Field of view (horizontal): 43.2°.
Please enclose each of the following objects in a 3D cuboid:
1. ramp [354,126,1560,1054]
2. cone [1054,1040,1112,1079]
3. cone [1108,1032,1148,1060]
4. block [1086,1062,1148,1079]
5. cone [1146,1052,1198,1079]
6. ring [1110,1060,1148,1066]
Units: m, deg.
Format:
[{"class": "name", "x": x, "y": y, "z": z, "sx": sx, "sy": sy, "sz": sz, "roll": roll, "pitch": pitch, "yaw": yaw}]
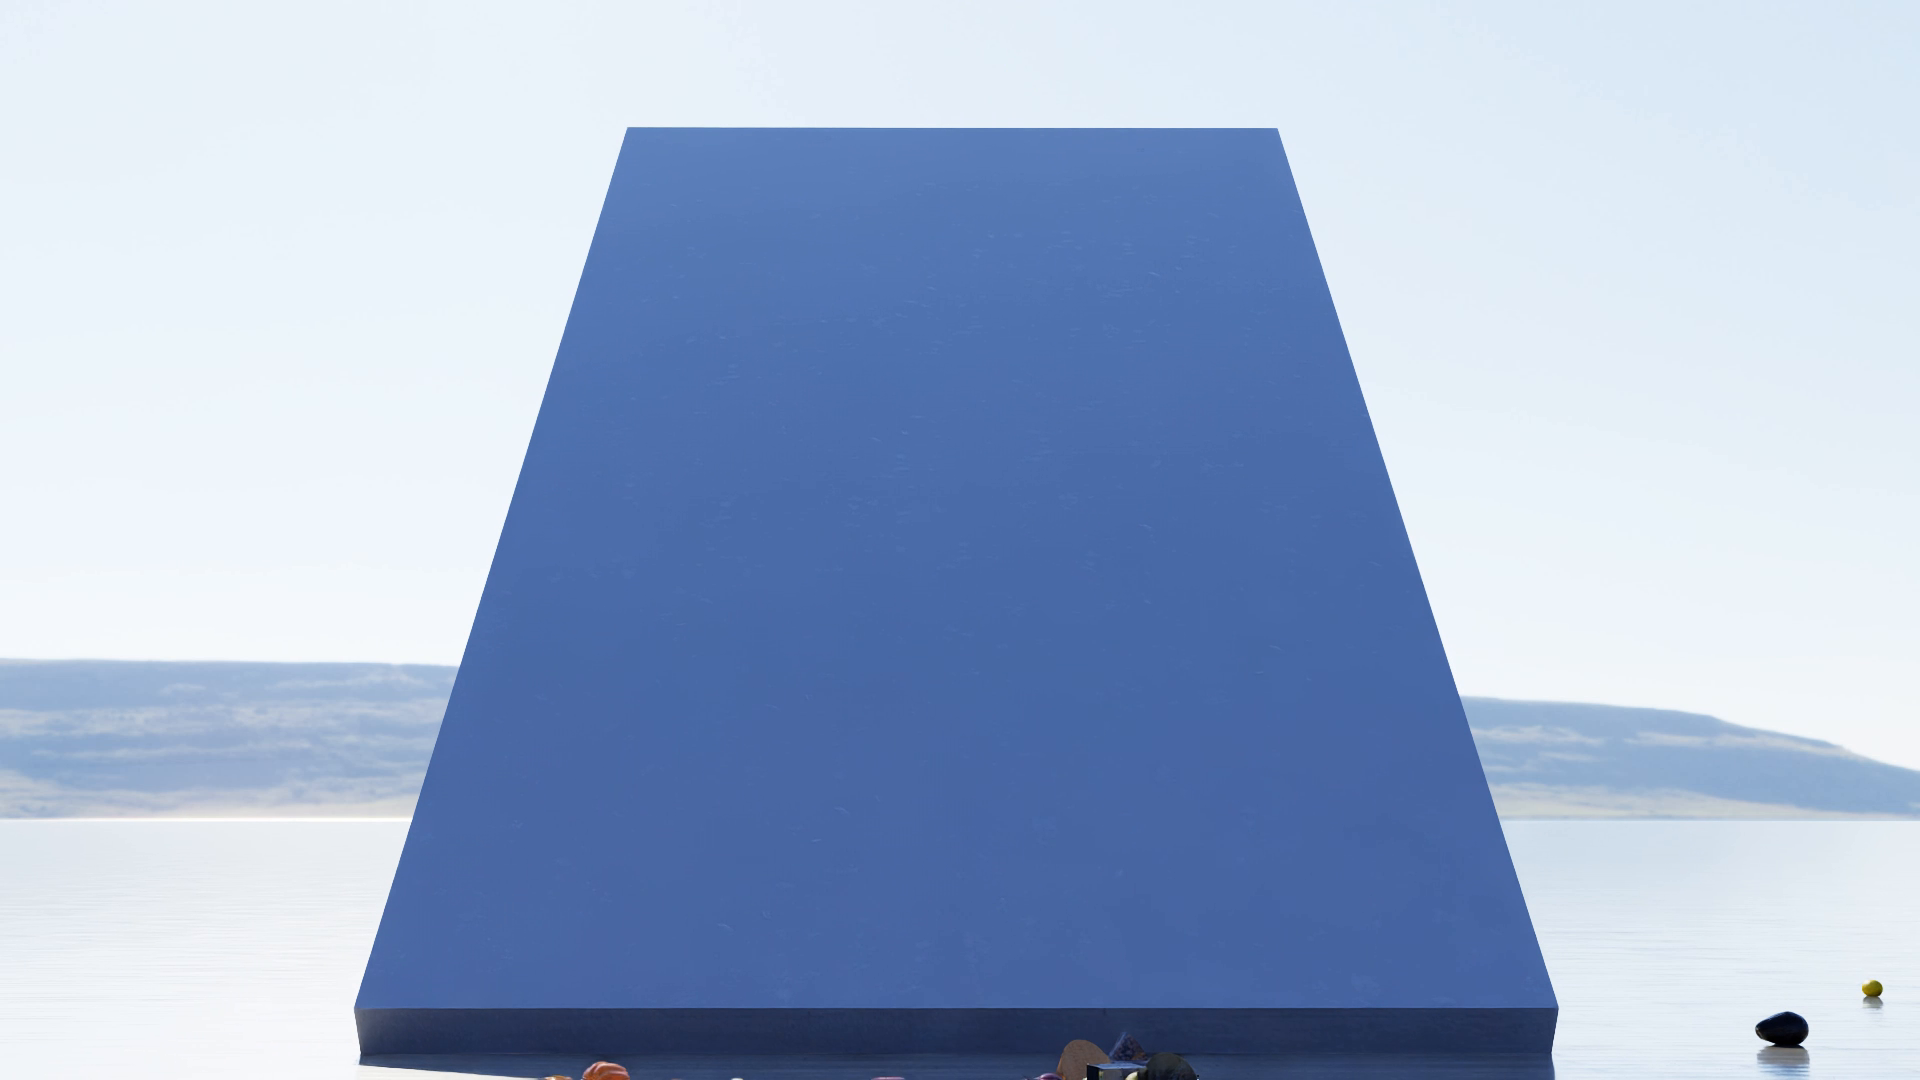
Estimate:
[{"class": "ramp", "x": -0.014, "y": -0.203, "z": 5.769, "sx": 2.000, "sy": 0.100, "sz": 4.000, "roll": 0, "pitch": 31, "yaw": 0}, {"class": "cone", "x": 0.150, "y": 0.761, "z": 3.381, "sx": 0.098, "sy": 0.098, "sz": 0.098, "roll": 6, "pitch": -35, "yaw": -41}, {"class": "cone", "x": 0.222, "y": 0.781, "z": 3.544, "sx": 0.092, "sy": 0.092, "sz": 0.092, "roll": -27, "pitch": 2, "yaw": -18}, {"class": "block", "x": 0.211, "y": 0.737, "z": 3.252, "sx": 0.063, "sy": 0.063, "sz": 0.063, "roll": 2, "pitch": -7, "yaw": -18}, {"class": "cone", "x": 0.273, "y": 0.761, "z": 3.344, "sx": 0.082, "sy": 0.082, "sz": 0.082, "roll": 3, "pitch": -34, "yaw": -24}, {"class": "ring", "x": 0.250, "y": 0.768, "z": 3.453, "sx": 0.141, "sy": 0.047, "sz": 0.141, "roll": 2, "pitch": -8, "yaw": 0}]
